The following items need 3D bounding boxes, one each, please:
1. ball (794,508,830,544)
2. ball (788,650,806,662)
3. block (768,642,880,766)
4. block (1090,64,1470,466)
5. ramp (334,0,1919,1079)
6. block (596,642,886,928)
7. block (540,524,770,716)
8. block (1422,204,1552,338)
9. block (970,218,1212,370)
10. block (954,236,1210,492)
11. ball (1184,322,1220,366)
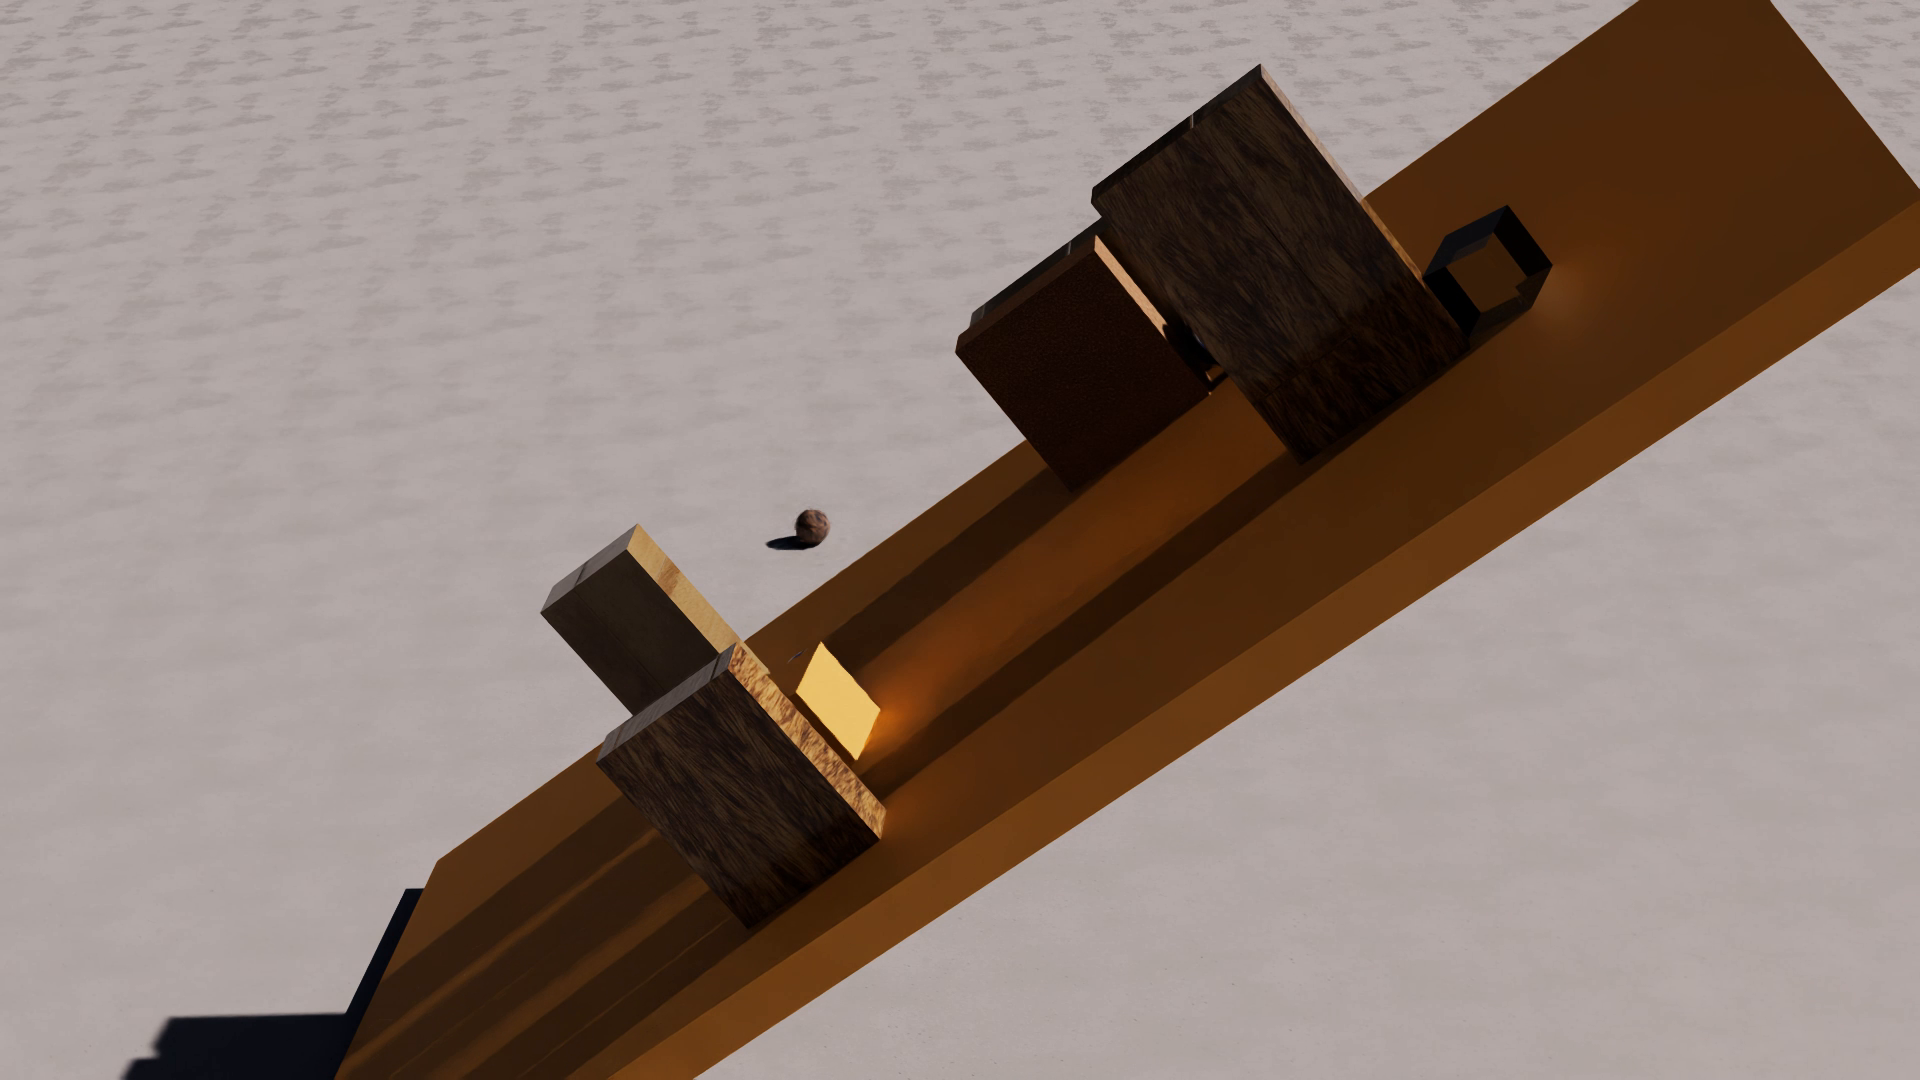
[{"bbox_3d":[-0.500,-0.046,9.968,0.119,0.119,0.119,0,23,0],"label":"ball"},{"bbox_3d":[-0.329,0.316,6.572,0.141,0.141,0.141,0,23,0],"label":"ball"},{"bbox_3d":[-0.332,0.388,6.271,0.201,0.201,0.201,-32,18,28],"label":"block"},{"bbox_3d":[0.619,-0.525,5.674,0.403,0.674,0.103,-35,16,17],"label":"block"},{"bbox_3d":[0.124,0.183,6.334,4.000,0.100,2.000,-35,16,17],"label":"ramp"},{"bbox_3d":[-0.425,0.482,5.746,0.339,0.459,0.121,-35,16,17],"label":"block"},{"bbox_3d":[-0.611,0.285,6.437,0.250,0.611,0.142,-35,16,17],"label":"block"},{"bbox_3d":[1.022,-0.520,5.695,0.154,0.154,0.154,-26,21,42],"label":"block"},{"bbox_3d":[0.313,-0.469,6.739,0.423,0.403,0.132,-35,16,17],"label":"block"},{"bbox_3d":[0.276,-0.392,6.584,0.392,0.421,0.114,-35,16,17],"label":"block"},{"bbox_3d":[0.588,-0.476,6.531,0.183,0.183,0.183,0,23,0],"label":"ball"}]
